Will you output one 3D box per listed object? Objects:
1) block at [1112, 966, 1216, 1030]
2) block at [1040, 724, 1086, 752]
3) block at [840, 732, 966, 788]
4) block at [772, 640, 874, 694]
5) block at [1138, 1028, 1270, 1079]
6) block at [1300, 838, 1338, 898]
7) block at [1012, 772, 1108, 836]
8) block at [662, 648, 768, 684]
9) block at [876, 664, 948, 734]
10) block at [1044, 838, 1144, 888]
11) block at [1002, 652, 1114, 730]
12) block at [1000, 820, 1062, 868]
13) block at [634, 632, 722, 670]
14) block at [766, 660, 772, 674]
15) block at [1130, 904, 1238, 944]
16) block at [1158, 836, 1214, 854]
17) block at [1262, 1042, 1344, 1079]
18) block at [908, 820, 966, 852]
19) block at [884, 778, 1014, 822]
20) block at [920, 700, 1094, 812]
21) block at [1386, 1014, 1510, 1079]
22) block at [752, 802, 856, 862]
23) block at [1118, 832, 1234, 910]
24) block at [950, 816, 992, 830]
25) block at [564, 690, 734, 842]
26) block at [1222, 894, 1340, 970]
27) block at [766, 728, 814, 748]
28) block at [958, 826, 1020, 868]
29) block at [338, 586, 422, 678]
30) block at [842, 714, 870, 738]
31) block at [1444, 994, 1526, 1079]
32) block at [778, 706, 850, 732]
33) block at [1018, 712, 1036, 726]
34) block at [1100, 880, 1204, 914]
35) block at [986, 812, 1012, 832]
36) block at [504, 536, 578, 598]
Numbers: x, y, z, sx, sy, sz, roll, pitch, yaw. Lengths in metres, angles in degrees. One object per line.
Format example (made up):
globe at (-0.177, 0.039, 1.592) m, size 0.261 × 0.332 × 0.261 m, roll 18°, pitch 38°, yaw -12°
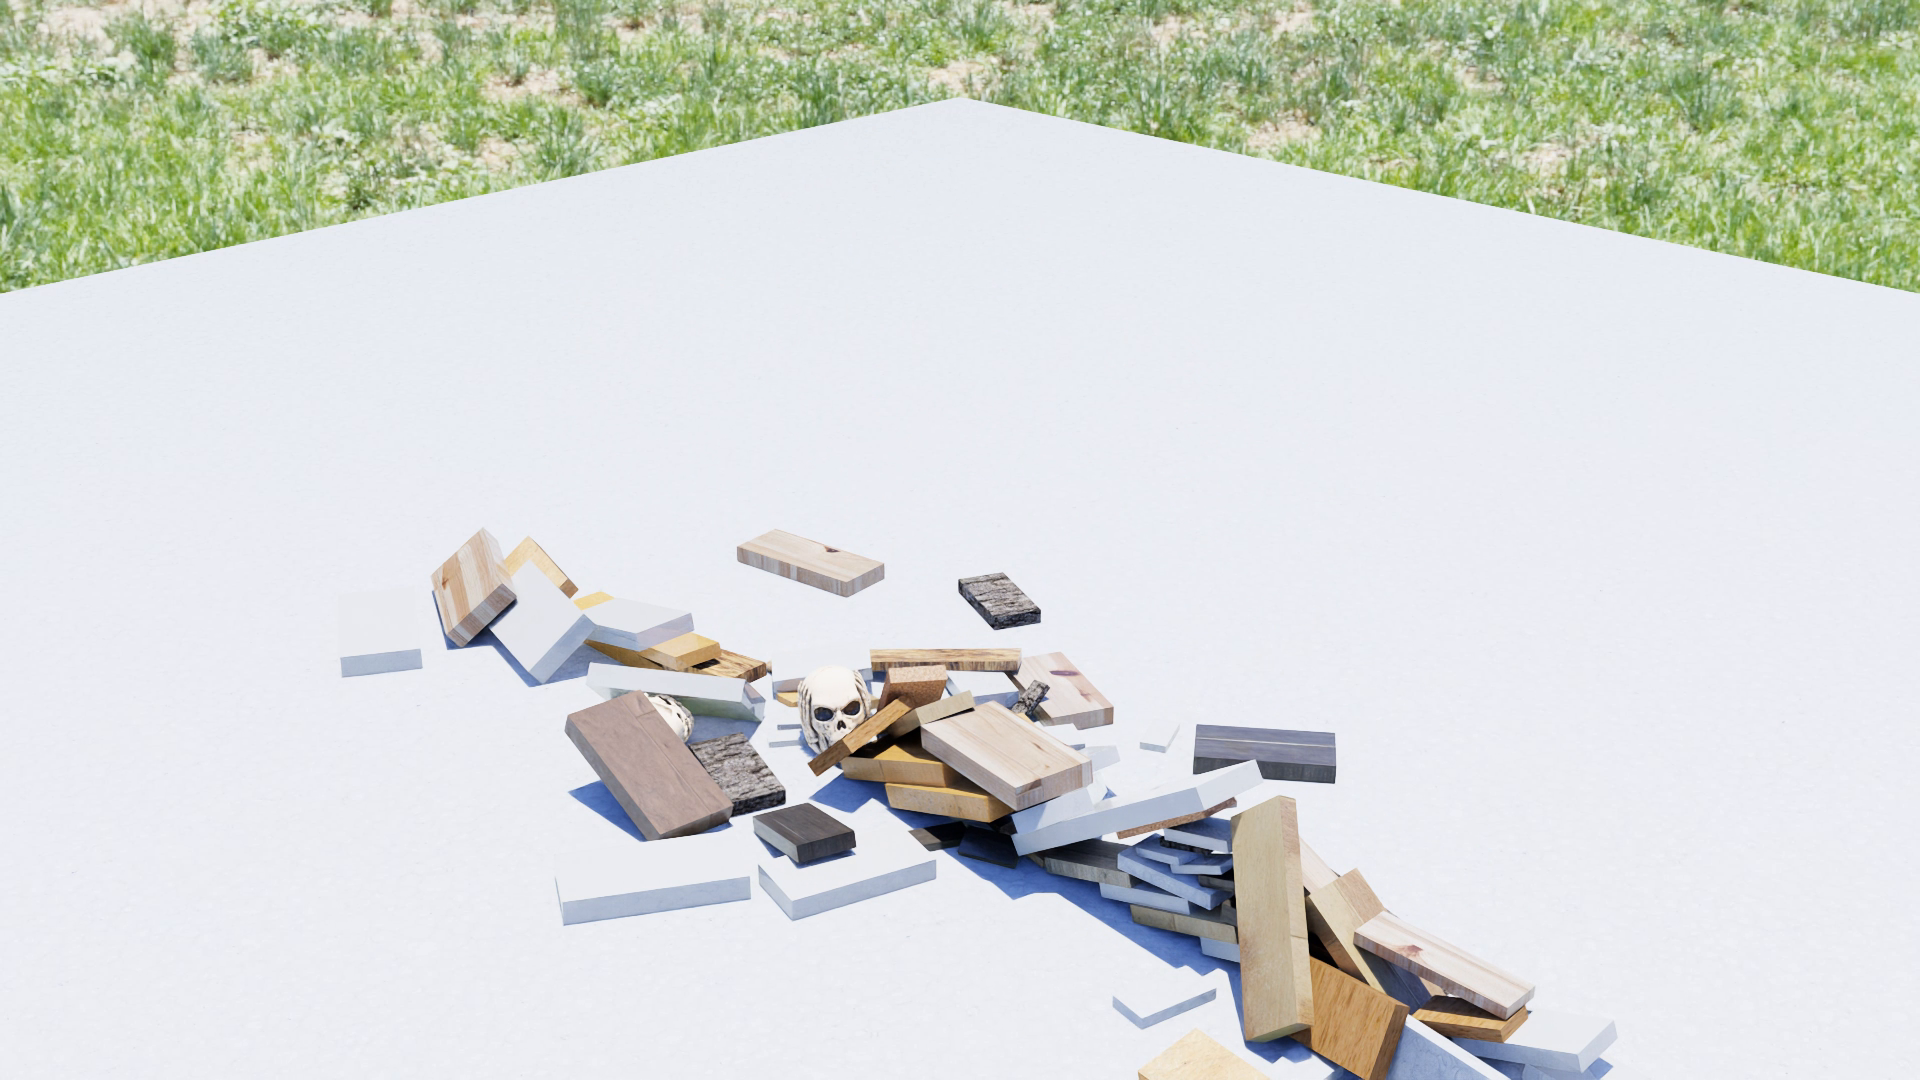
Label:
block at (0.358, 0.799, 3.847) m, size 0.166 × 0.023 × 0.083 m, roll -15°, pitch 27°, yaw -31°
block at (0.164, 0.429, 4.629) m, size 0.182 × 0.026 × 0.091 m, roll -6°, pitch 24°, yaw -13°
block at (-0.075, 0.443, 4.497) m, size 0.173 × 0.049 × 0.347 m, roll -21°, pitch 11°, yaw -36°
block at (-0.312, 0.285, 4.961) m, size 0.222 × 0.031 × 0.111 m, roll -8°, pitch 31°, yaw -2°
block at (0.427, 0.900, 3.555) m, size 0.133 × 0.038 × 0.266 m, roll -29°, pitch 35°, yaw -27°
block at (0.613, 0.588, 3.852) m, size 0.078 × 0.022 × 0.156 m, roll -17°, pitch 52°, yaw -38°
block at (0.196, 0.512, 4.283) m, size 0.153 × 0.043 × 0.305 m, roll -21°, pitch -3°, yaw 8°
block at (-0.551, 0.283, 4.922) m, size 0.222 × 0.031 × 0.111 m, roll 14°, pitch 26°, yaw 39°
block at (-0.107, 0.341, 4.677) m, size 0.121 × 0.241 × 0.034 m, roll -3°, pitch 60°, yaw -12°
block at (0.278, 0.612, 4.183) m, size 0.109 × 0.031 × 0.218 m, roll -21°, pitch 16°, yaw -41°
block at (0.215, 0.339, 4.908) m, size 0.148 × 0.042 × 0.295 m, roll -8°, pitch 24°, yaw -19°
block at (0.142, 0.591, 4.311) m, size 0.060 × 0.017 × 0.120 m, roll -21°, pitch 44°, yaw -39°
block at (-0.639, 0.242, 4.947) m, size 0.111 × 0.031 × 0.222 m, roll -18°, pitch 17°, yaw -31°
block at (-0.394, 0.296, 5.021) m, size 0.056 × 0.016 × 0.112 m, roll -34°, pitch 36°, yaw -22°
block at (0.448, 0.681, 4.032) m, size 0.124 × 0.035 × 0.248 m, roll -21°, pitch 16°, yaw -41°
block at (0.426, 0.549, 4.012) m, size 0.059 × 0.017 × 0.117 m, roll -20°, pitch 14°, yaw -39°
block at (0.549, 0.893, 3.626) m, size 0.085 × 0.024 × 0.170 m, roll 20°, pitch 30°, yaw 38°
block at (-0.045, 0.589, 4.350) m, size 0.125 × 0.018 × 0.063 m, roll -8°, pitch 24°, yaw -18°
block at (0.020, 0.491, 4.365) m, size 0.173 × 0.049 × 0.347 m, roll -21°, pitch 11°, yaw -33°
block at (0.087, 0.415, 4.271) m, size 0.173 × 0.049 × 0.346 m, roll -17°, pitch 24°, yaw -28°
block at (0.778, 0.871, 3.555) m, size 0.033 × 0.116 × 0.232 m, roll -2°, pitch 20°, yaw -38°
block at (-0.306, 0.570, 4.300) m, size 0.121 × 0.034 × 0.241 m, roll -12°, pitch 12°, yaw -24°
block at (0.408, 0.607, 4.041) m, size 0.218 × 0.031 × 0.109 m, roll 19°, pitch 29°, yaw 41°
block at (0.043, 0.563, 4.411) m, size 0.063 × 0.018 × 0.125 m, roll -20°, pitch 30°, yaw -38°
block at (-0.631, 0.460, 4.444) m, size 0.175 × 0.050 × 0.351 m, roll -19°, pitch 52°, yaw -37°
block at (0.597, 0.674, 3.869) m, size 0.124 × 0.035 × 0.248 m, roll -21°, pitch 28°, yaw -40°
block at (-0.365, 0.426, 4.738) m, size 0.098 × 0.014 × 0.049 m, roll -4°, pitch 23°, yaw -9°
block at (0.061, 0.599, 4.290) m, size 0.120 × 0.017 × 0.060 m, roll 11°, pitch 58°, yaw 24°
block at (-1.371, 0.214, 5.192) m, size 0.180 × 0.051 × 0.359 m, roll -6°, pitch 24°, yaw -14°
block at (-0.208, 0.411, 4.775) m, size 0.049 × 0.014 × 0.098 m, roll 14°, pitch 26°, yaw 29°
block at (0.880, 0.846, 3.622) m, size 0.134 × 0.038 × 0.267 m, roll -21°, pitch 31°, yaw -40°
block at (-0.321, 0.393, 4.807) m, size 0.156 × 0.022 × 0.078 m, roll -1°, pitch 23°, yaw -3°
block at (0.132, 0.445, 4.667) m, size 0.122 × 0.035 × 0.245 m, roll -10°, pitch 25°, yaw -22°
block at (0.377, 0.646, 4.094) m, size 0.109 × 0.031 × 0.218 m, roll -21°, pitch 16°, yaw -41°
block at (0.083, 0.553, 4.374) m, size 0.120 × 0.017 × 0.060 m, roll 40°, pitch 43°, yaw 23°
block at (-1.041, 0.108, 5.340) m, size 0.152 × 0.043 × 0.304 m, roll -46°, pitch 35°, yaw -5°
